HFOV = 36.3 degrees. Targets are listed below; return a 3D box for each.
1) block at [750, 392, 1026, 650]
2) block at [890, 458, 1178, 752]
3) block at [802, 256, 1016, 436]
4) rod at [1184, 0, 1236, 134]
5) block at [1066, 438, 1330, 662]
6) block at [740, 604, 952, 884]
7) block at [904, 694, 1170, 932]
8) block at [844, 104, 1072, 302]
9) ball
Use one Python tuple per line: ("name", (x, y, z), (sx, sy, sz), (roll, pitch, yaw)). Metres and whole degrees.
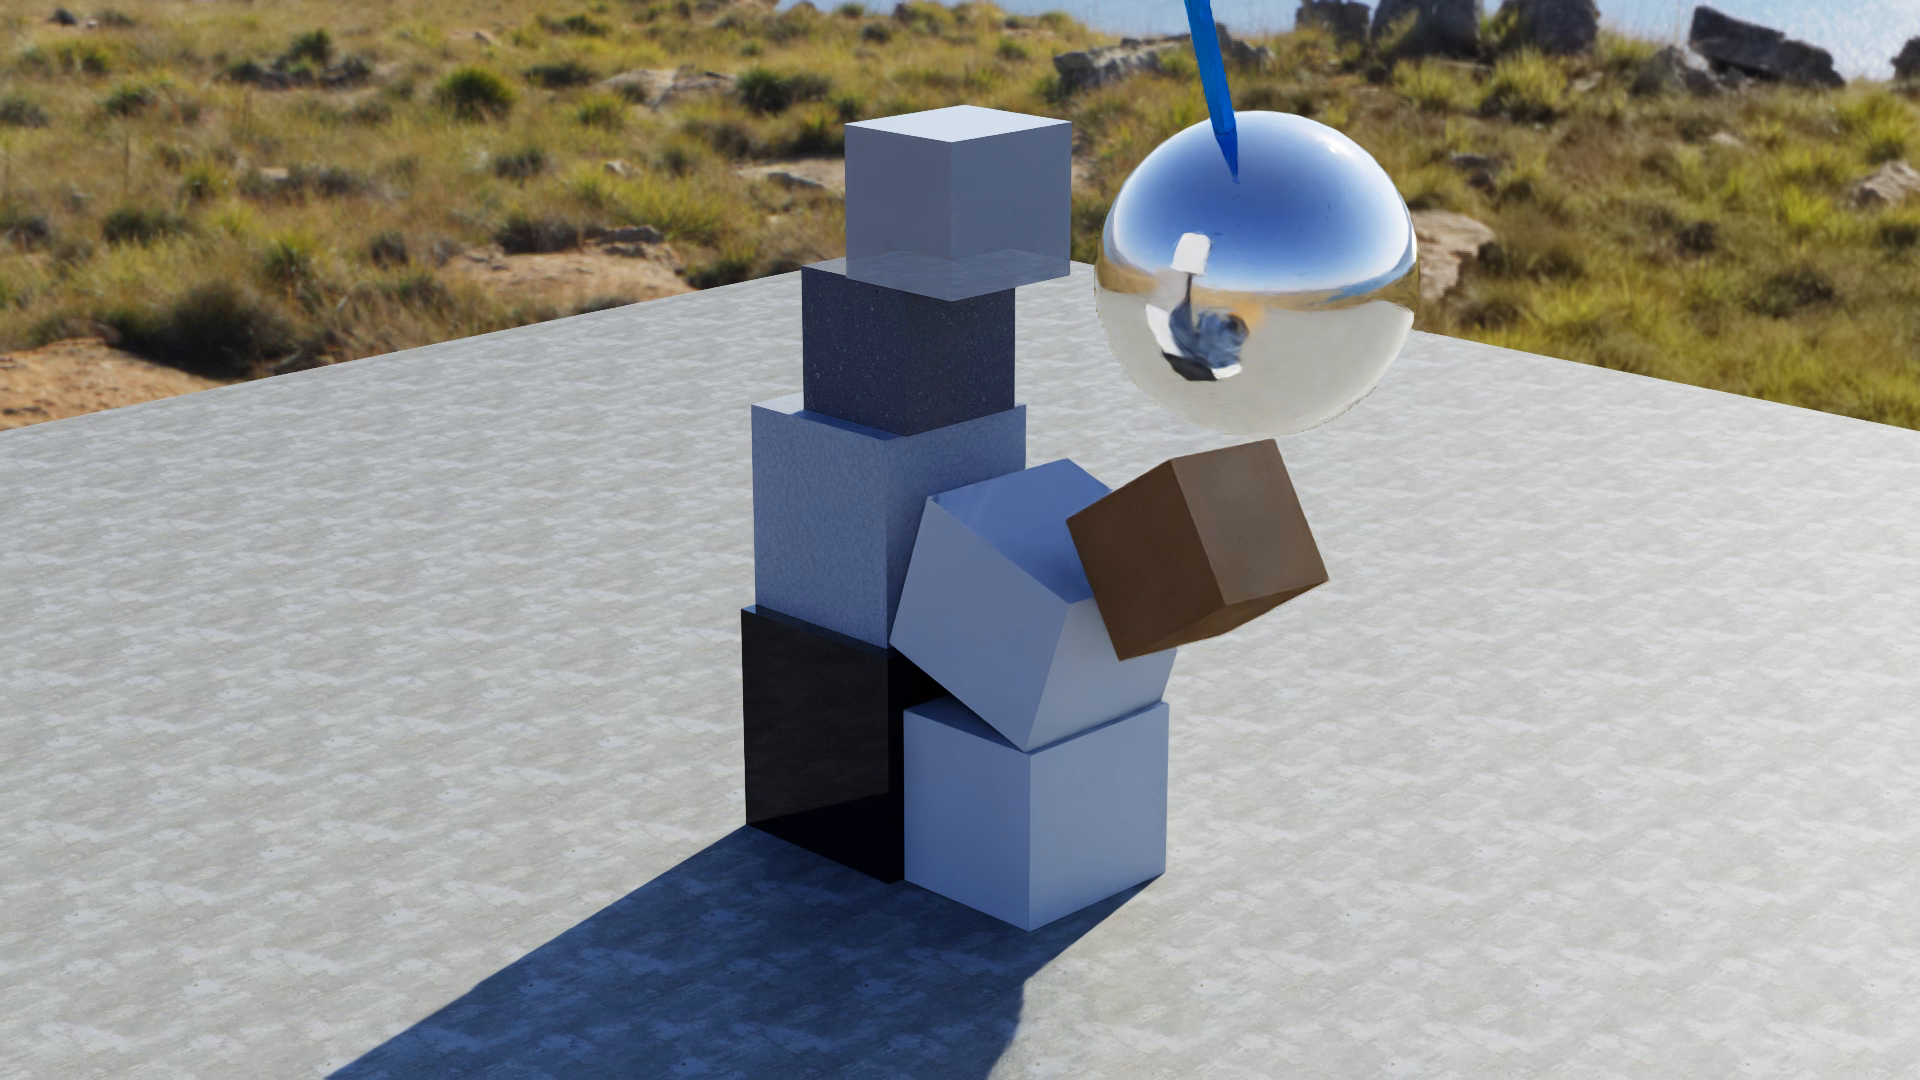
("block", (-0.328, -0.162, 13.619), (0.894, 0.969, 0.895), (-17, 24, -42))
("block", (0.384, 0.272, 13.006), (0.888, 0.777, 0.897), (-17, 43, -42))
("block", (-0.232, -0.918, 13.295), (0.688, 0.667, 0.676), (-17, 24, -42))
("rod", (0.636, -4.105, 12.718), (0.080, 5.200, 0.080), (17, 44, 42))
("block", (0.994, 0.040, 12.318), (0.635, 0.644, 0.700), (-12, -13, -41))
("block", (-0.271, 0.824, 13.909), (1.138, 1.087, 0.994), (-17, 24, -42))
("block", (0.346, 1.144, 13.321), (0.908, 0.829, 0.789), (-17, 24, -42))
("block", (-0.007, -1.490, 12.866), (0.742, 0.683, 0.659), (-17, 24, -42))
("ball", (1.467, -1.311, 14.467), (1.600, 1.600, 1.600), (0, 17, 0))
